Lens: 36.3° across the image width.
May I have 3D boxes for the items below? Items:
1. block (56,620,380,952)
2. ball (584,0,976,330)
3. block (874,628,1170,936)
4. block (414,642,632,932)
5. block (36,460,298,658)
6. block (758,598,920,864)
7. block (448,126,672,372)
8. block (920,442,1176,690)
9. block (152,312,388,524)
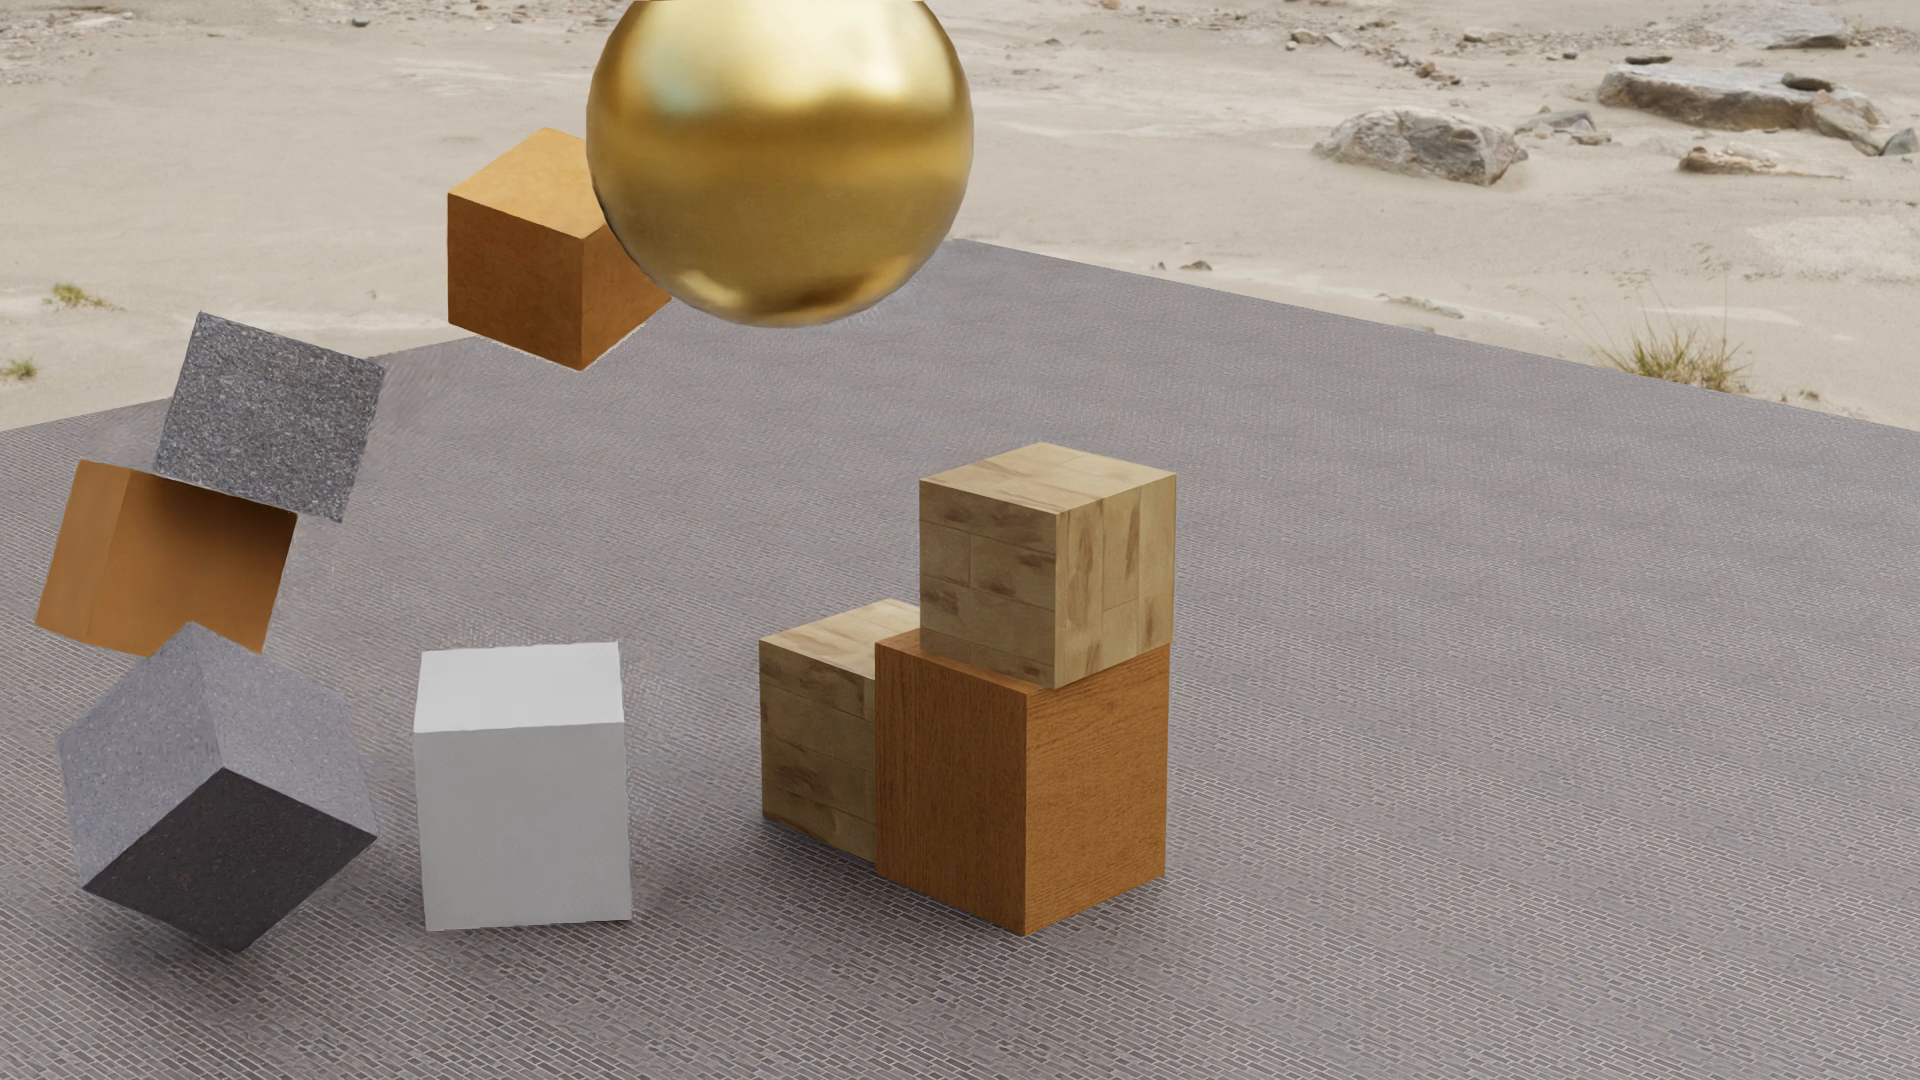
[{"bbox_3d":[-3.172,1.059,12.509,0.874,0.856,0.837,34,22,-45],"label":"block"},{"bbox_3d":[-0.738,-1.666,12.044,1.600,1.600,1.600,0,17,0],"label":"ball"},{"bbox_3d":[0.279,0.997,13.290,0.942,1.129,0.929,17,24,42],"label":"block"},{"bbox_3d":[-1.971,1.097,13.284,0.900,0.936,1.054,-3,18,-7],"label":"block"},{"bbox_3d":[-3.549,0.132,13.098,0.773,0.773,0.776,17,-5,-32],"label":"block"},{"bbox_3d":[-0.342,0.900,13.972,0.857,0.905,0.865,-17,24,-42],"label":"block"},{"bbox_3d":[-1.834,-1.353,13.536,0.723,0.686,0.790,20,37,19],"label":"block"},{"bbox_3d":[0.388,0.095,12.969,0.780,0.784,0.828,15,23,39],"label":"block"},{"bbox_3d":[-3.053,-0.541,12.930,0.816,0.706,0.868,16,-1,-15],"label":"block"}]
